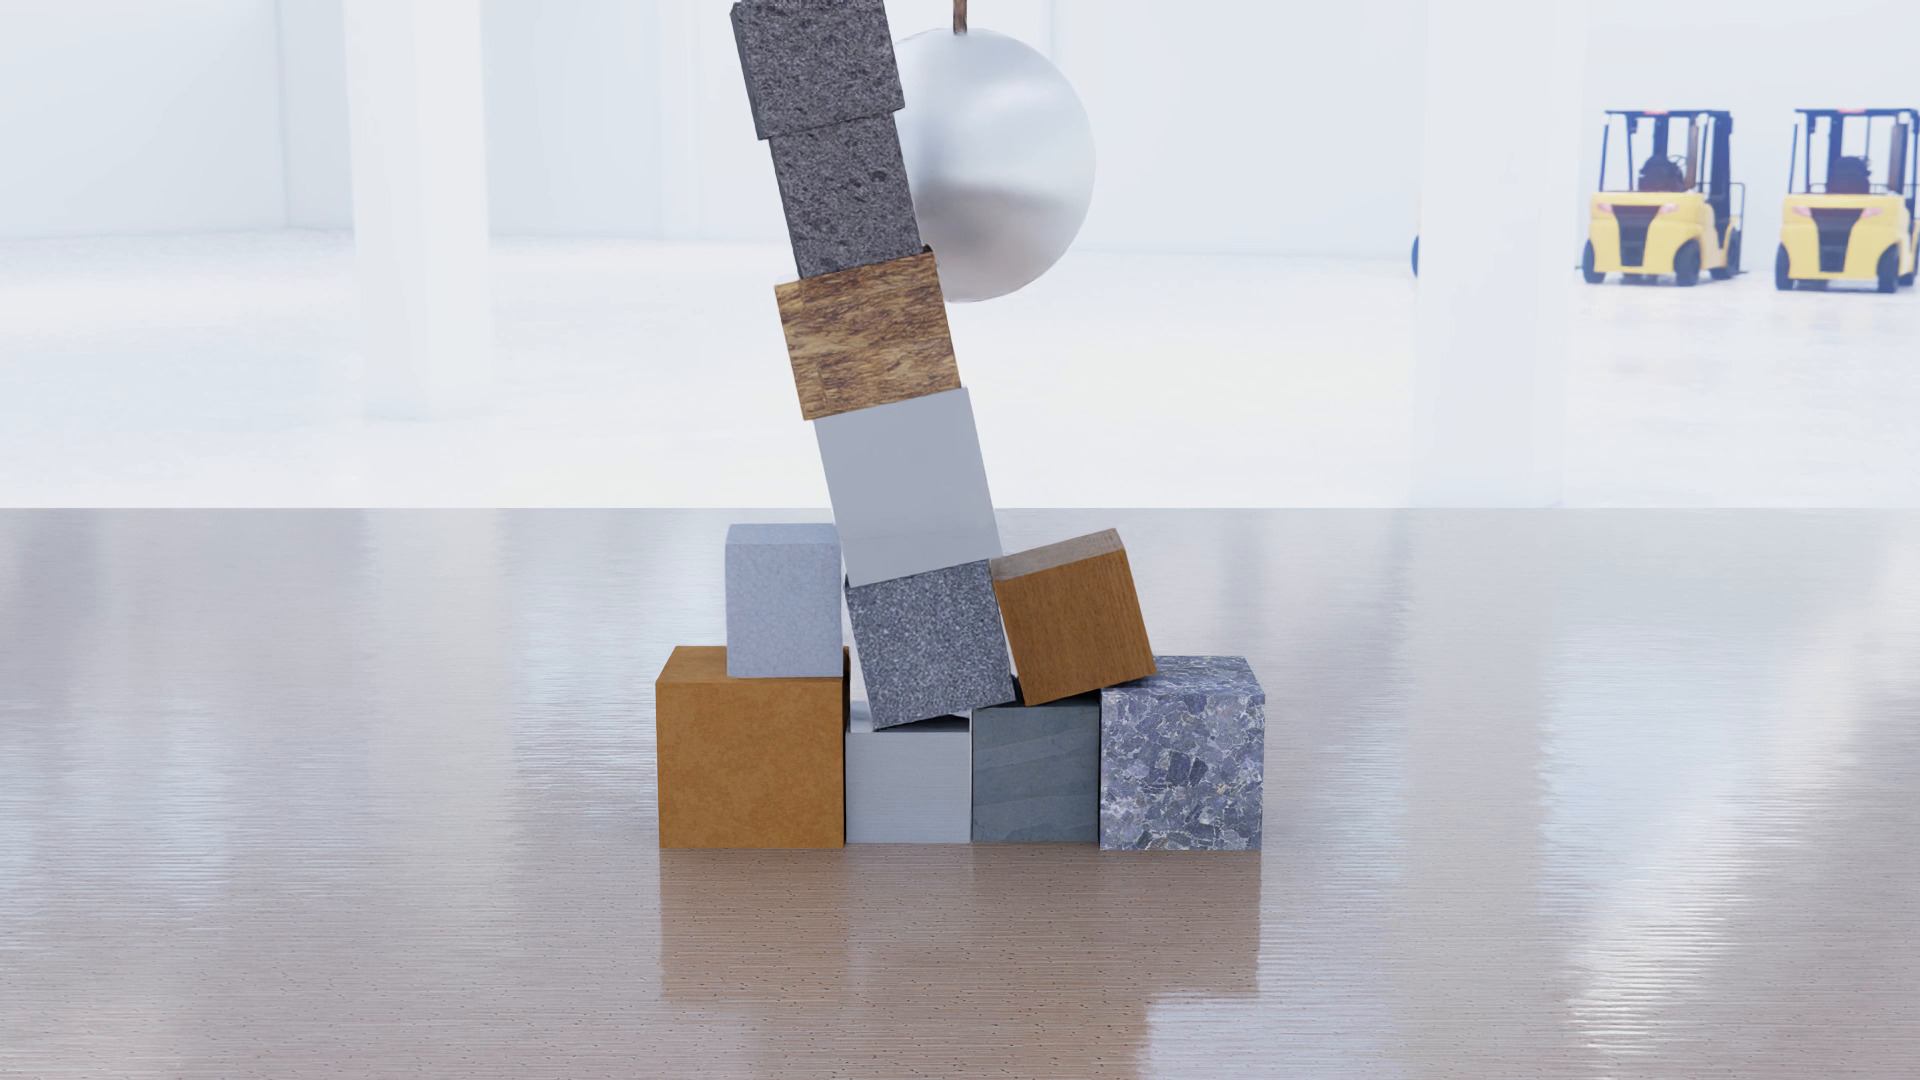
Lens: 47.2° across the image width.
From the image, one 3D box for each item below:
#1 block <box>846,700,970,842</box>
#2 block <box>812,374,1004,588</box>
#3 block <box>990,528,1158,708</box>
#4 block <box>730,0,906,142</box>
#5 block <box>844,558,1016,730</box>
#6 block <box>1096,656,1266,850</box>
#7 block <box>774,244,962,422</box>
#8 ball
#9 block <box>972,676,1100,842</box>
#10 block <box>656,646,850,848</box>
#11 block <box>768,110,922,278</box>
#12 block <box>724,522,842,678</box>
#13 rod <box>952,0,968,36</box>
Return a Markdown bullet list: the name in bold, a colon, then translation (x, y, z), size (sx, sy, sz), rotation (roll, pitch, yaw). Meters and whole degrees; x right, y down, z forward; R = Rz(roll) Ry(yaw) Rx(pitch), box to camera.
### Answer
- **block**: translation (-0.263, 1.192, 11.400), size (0.625, 0.576, 0.647), rotation (0, 10, 0)
- **block**: translation (-0.273, -0.322, 11.158), size (0.771, 0.855, 0.790), rotation (-12, 10, -1)
- **block**: translation (0.572, 0.386, 11.263), size (0.677, 0.659, 0.605), rotation (-15, 10, 2)
- **block**: translation (-0.704, -2.345, 10.738), size (0.690, 0.638, 0.696), rotation (-13, 10, -5)
- **block**: translation (-0.153, 0.453, 11.307), size (0.722, 0.739, 0.748), rotation (-12, 10, 1)
- **block**: translation (1.107, 1.085, 11.369), size (0.808, 0.797, 0.850), rotation (0, 10, 0)
- **block**: translation (-0.460, -1.051, 11.024), size (0.787, 0.672, 0.806), rotation (-12, 10, 0)
- **ball**: translation (0.000, -2.190, 12.891), size (1.600, 1.600, 1.600), rotation (0, 10, 0)
- **block**: translation (0.381, 1.126, 11.419), size (0.633, 0.700, 0.664), rotation (0, 10, 0)
- **block**: translation (-1.048, 1.055, 11.374), size (0.926, 0.854, 0.809), rotation (0, 10, 0)
- **block**: translation (-0.572, -1.702, 10.840), size (0.592, 0.691, 0.631), rotation (-13, 10, -4)
- **block**: translation (-0.894, 0.299, 11.245), size (0.577, 0.679, 0.597), rotation (-1, 10, -3)
- **rod**: translation (0.000, -5.118, 11.163), size (0.080, 5.200, 0.080), rotation (0, 31, 0)
